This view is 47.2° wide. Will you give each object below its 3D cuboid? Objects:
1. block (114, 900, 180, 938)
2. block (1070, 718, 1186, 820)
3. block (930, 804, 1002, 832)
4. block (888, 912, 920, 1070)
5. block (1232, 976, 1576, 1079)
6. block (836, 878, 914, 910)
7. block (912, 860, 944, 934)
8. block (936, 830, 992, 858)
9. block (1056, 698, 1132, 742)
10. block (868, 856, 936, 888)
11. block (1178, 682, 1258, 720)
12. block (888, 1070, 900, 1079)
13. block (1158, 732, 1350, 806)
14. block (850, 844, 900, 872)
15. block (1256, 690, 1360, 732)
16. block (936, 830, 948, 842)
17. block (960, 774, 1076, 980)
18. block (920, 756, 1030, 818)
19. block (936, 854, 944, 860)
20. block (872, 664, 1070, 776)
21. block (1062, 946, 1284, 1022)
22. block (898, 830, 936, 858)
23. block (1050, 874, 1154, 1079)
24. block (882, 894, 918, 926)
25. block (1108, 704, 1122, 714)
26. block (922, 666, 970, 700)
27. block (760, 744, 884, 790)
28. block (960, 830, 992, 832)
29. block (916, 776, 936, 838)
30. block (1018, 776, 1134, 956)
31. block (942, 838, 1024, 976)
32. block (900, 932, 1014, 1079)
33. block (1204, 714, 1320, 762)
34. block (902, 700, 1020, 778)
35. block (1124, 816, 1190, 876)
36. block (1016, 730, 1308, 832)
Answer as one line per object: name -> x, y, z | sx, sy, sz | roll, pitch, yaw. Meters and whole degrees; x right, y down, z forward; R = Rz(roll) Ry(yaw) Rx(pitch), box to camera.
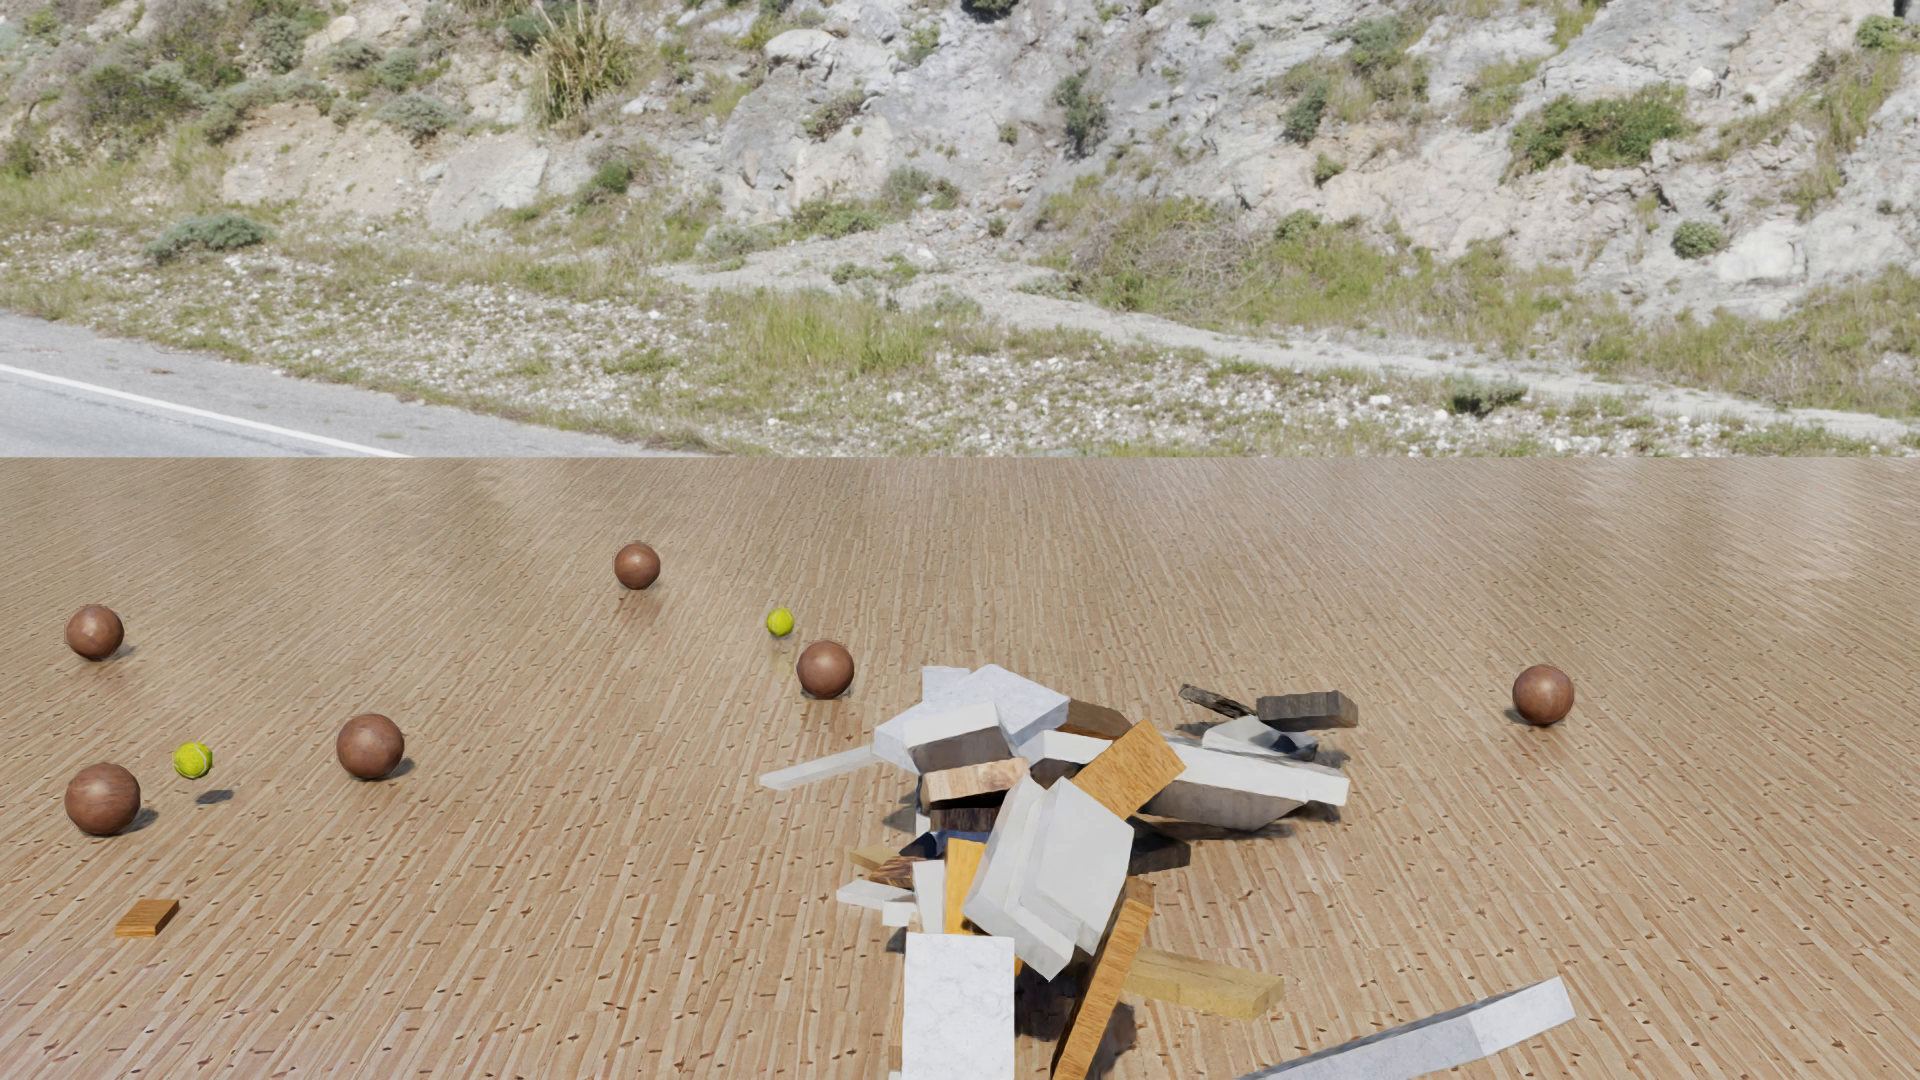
block -> -1.304, 0.607, 3.530 | 0.063, 0.018, 0.125 | -1, 11, -3
block -> 0.255, 0.400, 3.601 | 0.214, 0.107, 0.030 | -38, -4, -11
block -> 0.065, 0.435, 3.462 | 0.115, 0.033, 0.230 | -7, -7, 33
block -> -0.010, 0.605, 2.950 | 0.141, 0.040, 0.283 | 3, 27, 4
block -> 0.226, 0.592, 2.250 | 0.132, 0.037, 0.941 | -9, -17, -40
block -> -0.132, 0.588, 3.627 | 0.130, 0.018, 0.065 | 7, 12, 31
block -> -0.003, 0.518, 3.044 | 0.107, 0.030, 0.213 | -2, 27, -6
block -> 0.016, 0.482, 3.461 | 0.089, 0.025, 0.178 | 4, -14, -6
block -> 0.206, 0.348, 4.213 | 0.306, 0.043, 0.153 | 16, 15, -31
block -> -0.085, 0.553, 3.662 | 0.130, 0.018, 0.065 | -7, 20, 45
block -> 0.567, 0.353, 4.607 | 0.214, 0.030, 0.107 | 24, -4, -40
block -> -0.025, 0.686, 2.884 | 0.124, 0.035, 0.247 | 1, 25, 4
block -> 0.530, 0.421, 4.076 | 0.355, 0.050, 0.177 | 12, 1, 1
block -> -0.126, 0.556, 3.800 | 0.065, 0.018, 0.133 | -8, 13, -38
block -> 0.674, 0.333, 4.243 | 0.153, 0.043, 0.306 | -6, -11, 16
block -> -0.008, 0.519, 3.798 | 0.064, 0.018, 0.128 | -2, 47, -1
block -> 0.106, 0.458, 3.017 | 0.152, 0.043, 0.304 | 39, 28, -6
block -> 0.020, 0.388, 3.423 | 0.152, 0.043, 0.383 | -9, -10, -4
block -> 0.020, 0.509, 3.466 | 0.089, 0.025, 0.178 | 5, -14, -8
block -> 0.024, 0.329, 3.910 | 0.177, 0.050, 0.355 | 23, 28, 29
block -> 0.314, 0.649, 3.267 | 0.317, 0.030, 0.107 | 7, 12, 32
block -> -0.059, 0.545, 3.708 | 0.064, 0.018, 0.128 | -35, 25, 1
block -> 0.182, 0.572, 2.825 | 0.037, 0.265, 0.132 | 22, 5, 3
block -> -0.031, 0.580, 3.439 | 0.126, 0.036, 0.253 | 2, -5, 11
block -> 0.280, 0.406, 4.438 | 0.132, 0.037, 0.264 | -21, 12, -1
block -> -0.027, 0.281, 4.122 | 0.089, 0.025, 0.178 | 4, 17, -2
block -> -0.208, 0.440, 4.429 | 0.063, 0.018, 0.470 | 10, 14, 42
block -> 0.093, 0.517, 3.658 | 0.115, 0.033, 0.239 | 7, -18, 31
block -> -0.007, 0.486, 3.942 | 0.140, 0.040, 0.281 | 0, 24, 0
block -> 0.163, 0.445, 3.019 | 0.132, 0.037, 0.265 | 37, 28, -9
block -> 0.031, 0.496, 2.991 | 0.107, 0.030, 0.213 | 10, 34, -6
block -> -0.003, 0.638, 2.789 | 0.141, 0.040, 0.283 | 3, 53, -2
block -> 0.595, 0.404, 4.337 | 0.153, 0.043, 0.306 | 19, 9, 22
block -> 0.015, 0.364, 3.594 | 0.152, 0.043, 0.304 | -14, -31, 6
block -> 0.280, 0.530, 3.891 | 0.132, 0.037, 0.264 | -5, 12, -27
block -> 0.337, 0.423, 3.835 | 0.518, 0.050, 0.177 | 12, -29, -22
